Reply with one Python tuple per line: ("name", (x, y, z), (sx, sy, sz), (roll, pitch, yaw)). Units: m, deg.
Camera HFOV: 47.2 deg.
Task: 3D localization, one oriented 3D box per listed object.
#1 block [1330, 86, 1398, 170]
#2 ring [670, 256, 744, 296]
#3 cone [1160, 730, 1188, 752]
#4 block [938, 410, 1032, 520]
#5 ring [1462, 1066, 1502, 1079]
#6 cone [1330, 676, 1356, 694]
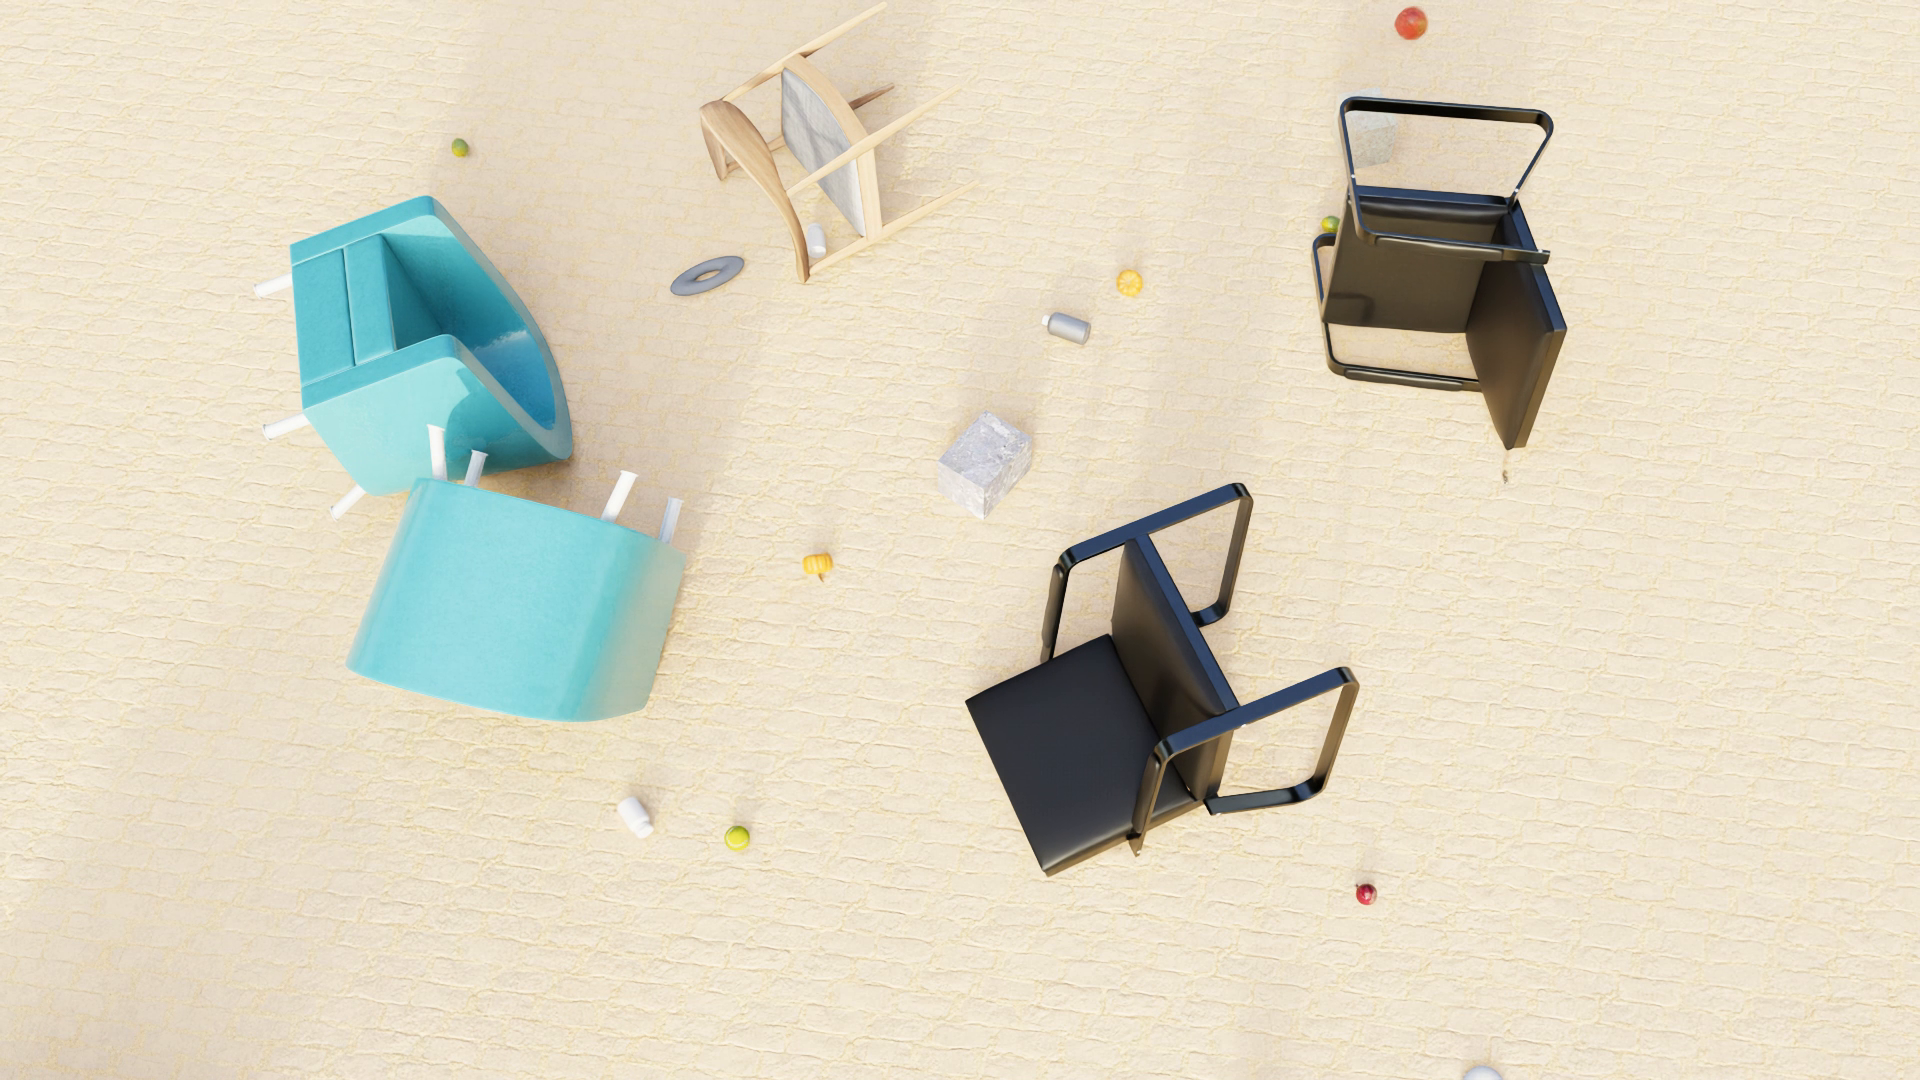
("block", (1.357, -1.383, 7.393), (0.146, 0.181, 0.180), (-12, 57, -8))
("ring", (-0.818, -0.856, 7.125), (0.264, 0.039, 0.108), (-26, 59, -16))
("cone", (0.607, 0.550, 6.187), (0.080, 0.067, 0.063), (17, 29, 4))
("block", (0.074, -0.226, 6.629), (0.173, 0.161, 0.239), (32, 62, 20))
("ring", (1.336, 1.413, 5.610), (0.120, 0.028, 0.149), (9, 56, 7))
("cone", (1.095, 0.403, 6.268), (0.074, 0.060, 0.042), (15, 57, 10))
